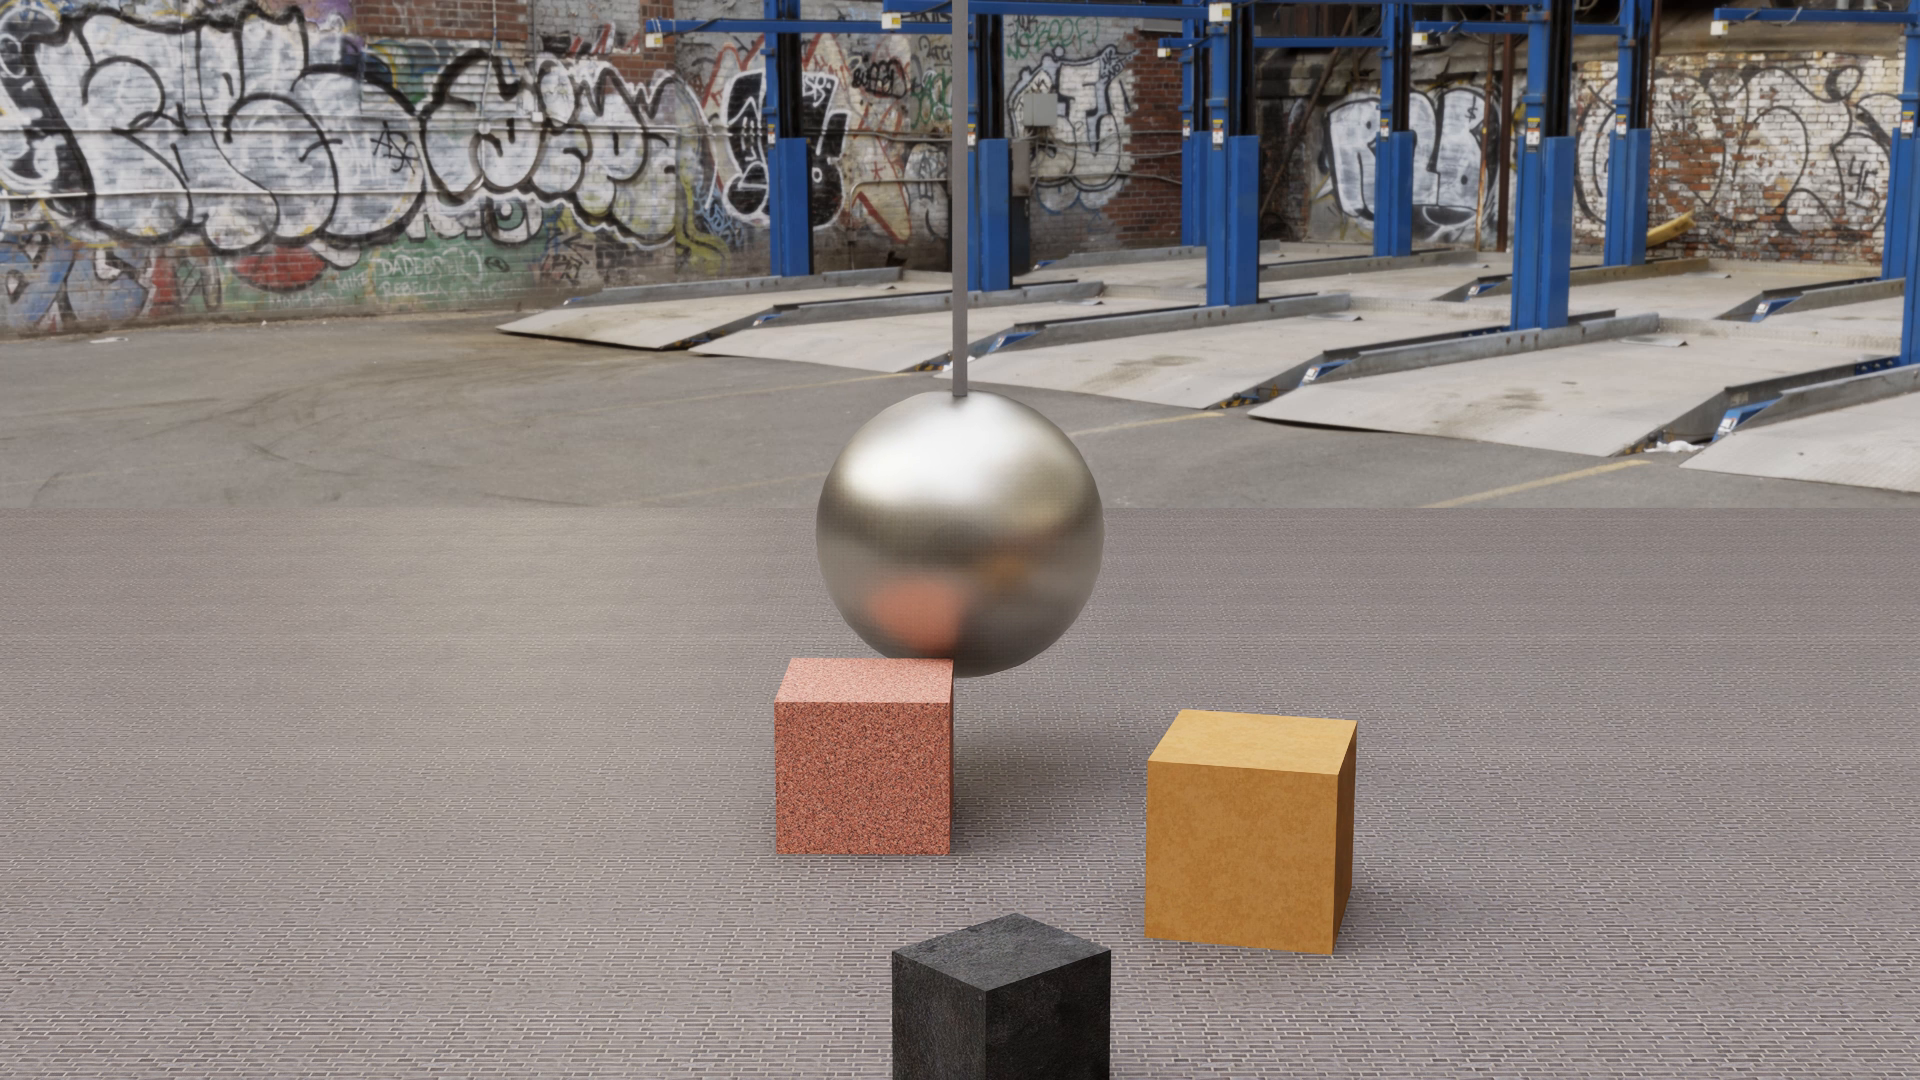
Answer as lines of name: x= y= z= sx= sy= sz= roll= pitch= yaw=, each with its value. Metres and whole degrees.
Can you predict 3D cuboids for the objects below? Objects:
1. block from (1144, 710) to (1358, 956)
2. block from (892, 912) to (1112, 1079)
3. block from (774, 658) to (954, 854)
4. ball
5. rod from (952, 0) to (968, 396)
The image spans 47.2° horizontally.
block: x=1.345 y=1.311 z=10.071 sx=0.830 sy=0.817 sz=0.922 roll=3 pitch=11 yaw=15
block: x=0.151 y=1.787 z=8.050 sx=0.611 sy=0.603 sz=0.514 roll=-9 pitch=14 yaw=-40
block: x=-0.475 y=1.099 z=11.342 sx=0.863 sy=0.780 sz=0.930 roll=0 pitch=10 yaw=1
ball: x=0.000 y=-0.038 z=12.155 sx=1.600 sy=1.600 sz=1.600 roll=0 pitch=10 yaw=0
rod: x=0.000 y=-3.242 z=11.016 sx=0.080 sy=5.200 sz=0.080 roll=0 pitch=20 yaw=0
